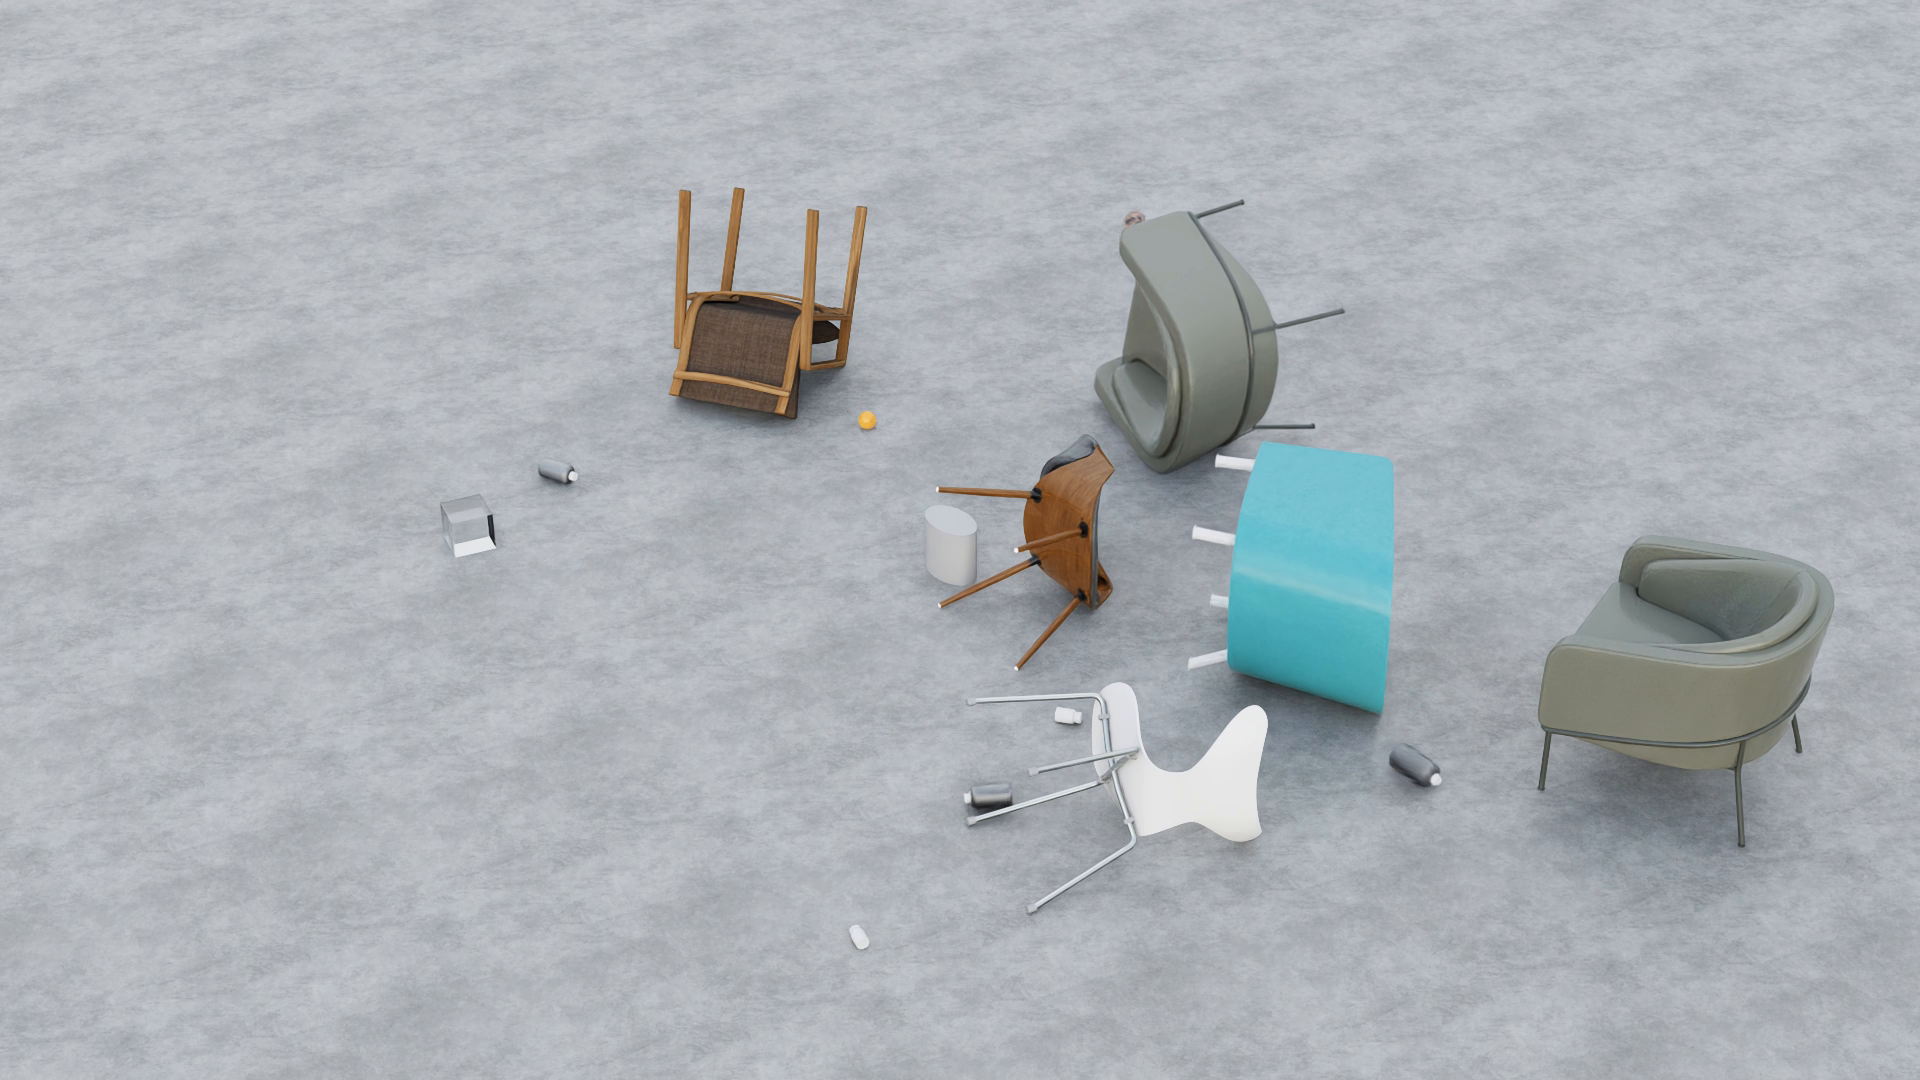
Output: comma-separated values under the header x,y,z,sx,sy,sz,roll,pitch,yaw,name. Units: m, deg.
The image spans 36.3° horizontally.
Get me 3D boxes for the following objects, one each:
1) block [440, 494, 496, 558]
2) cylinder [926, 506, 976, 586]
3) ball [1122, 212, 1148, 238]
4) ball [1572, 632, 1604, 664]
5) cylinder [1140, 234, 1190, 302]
x,y,z,sx,sy,sz,roll,pitch,yaw,name
-1.827,-0.054,10.891,0.155,0.149,0.158,-14,36,-20,block
-0.033,0.019,10.717,0.149,0.218,0.235,-25,41,-33,cylinder
0.774,-1.395,12.958,0.113,0.113,0.113,0,33,0,ball
2.201,0.377,10.272,0.111,0.111,0.111,0,33,0,ball
0.874,-1.161,12.505,0.150,0.205,0.311,-6,55,-10,cylinder
